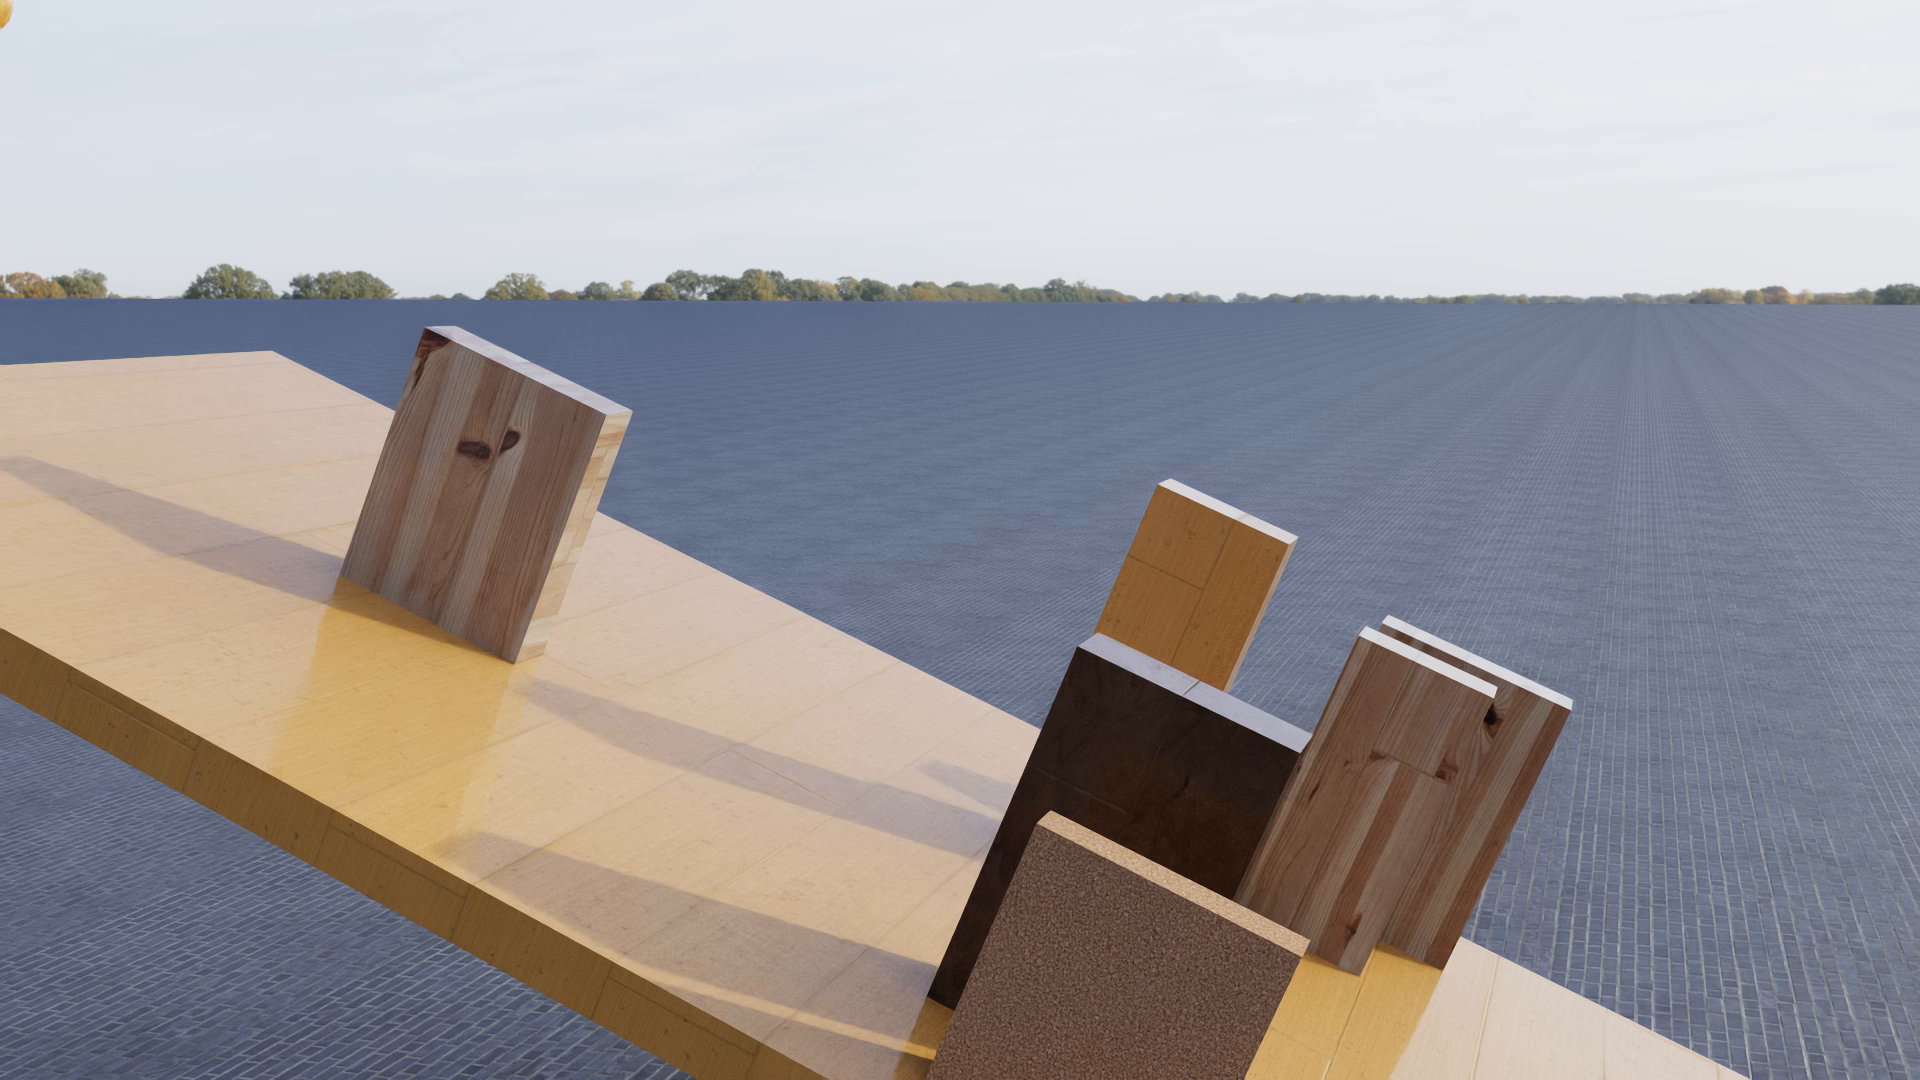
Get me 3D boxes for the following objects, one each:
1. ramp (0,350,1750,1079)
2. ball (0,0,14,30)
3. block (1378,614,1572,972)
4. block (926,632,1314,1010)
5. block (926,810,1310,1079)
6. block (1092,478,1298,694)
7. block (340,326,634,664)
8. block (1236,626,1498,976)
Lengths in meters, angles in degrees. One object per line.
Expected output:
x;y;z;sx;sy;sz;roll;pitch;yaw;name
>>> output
-0.295;0.517;4.188;4.000;0.100;2.000;25;13;13;ramp
-2.077;-1.141;4.639;0.151;0.151;0.151;0;7;0;ball
0.957;0.529;4.621;0.415;0.616;0.115;25;13;13;block
0.248;0.516;3.465;0.373;0.628;0.138;25;13;13;block
0.223;0.683;3.182;0.415;0.435;0.080;25;13;13;block
0.362;0.294;4.223;0.269;0.775;0.119;25;13;13;block
-0.911;-0.089;4.214;0.406;0.520;0.113;25;13;13;block
0.802;0.519;4.380;0.282;0.625;0.119;25;13;13;block
